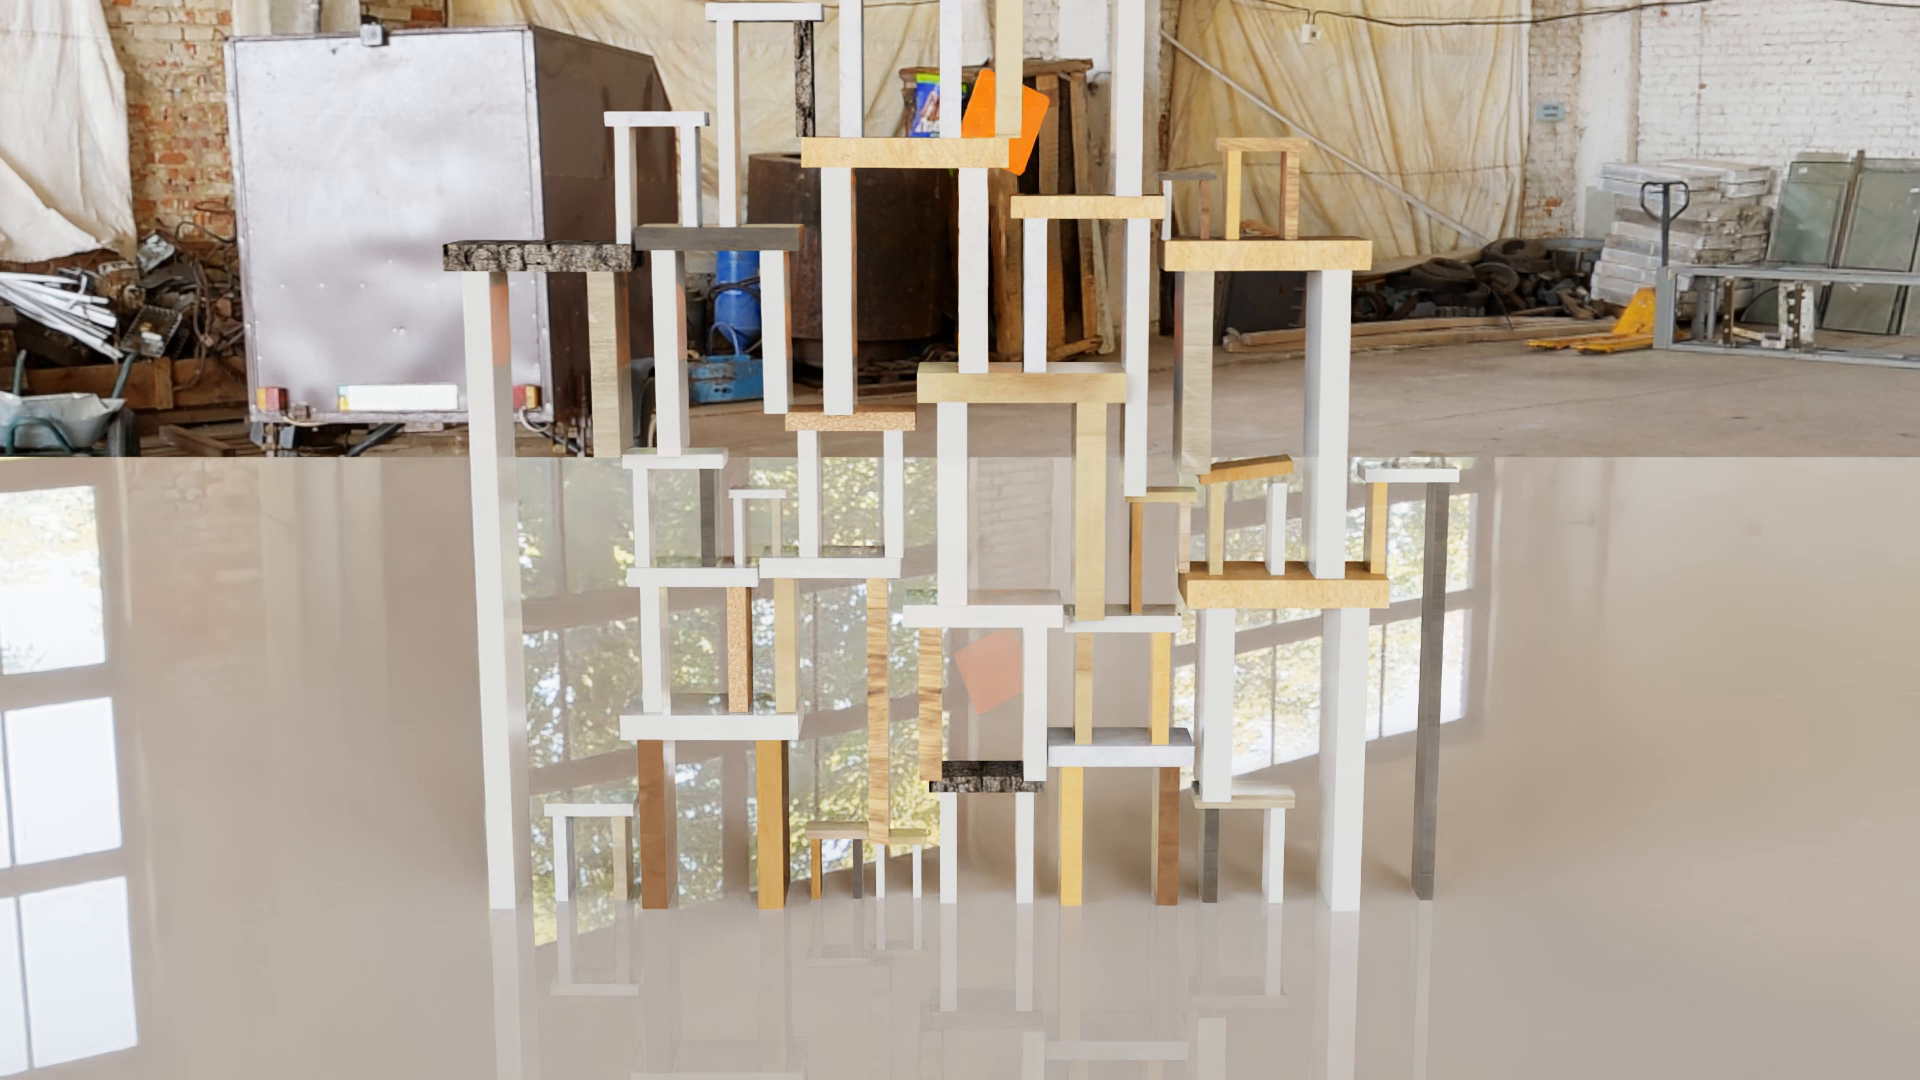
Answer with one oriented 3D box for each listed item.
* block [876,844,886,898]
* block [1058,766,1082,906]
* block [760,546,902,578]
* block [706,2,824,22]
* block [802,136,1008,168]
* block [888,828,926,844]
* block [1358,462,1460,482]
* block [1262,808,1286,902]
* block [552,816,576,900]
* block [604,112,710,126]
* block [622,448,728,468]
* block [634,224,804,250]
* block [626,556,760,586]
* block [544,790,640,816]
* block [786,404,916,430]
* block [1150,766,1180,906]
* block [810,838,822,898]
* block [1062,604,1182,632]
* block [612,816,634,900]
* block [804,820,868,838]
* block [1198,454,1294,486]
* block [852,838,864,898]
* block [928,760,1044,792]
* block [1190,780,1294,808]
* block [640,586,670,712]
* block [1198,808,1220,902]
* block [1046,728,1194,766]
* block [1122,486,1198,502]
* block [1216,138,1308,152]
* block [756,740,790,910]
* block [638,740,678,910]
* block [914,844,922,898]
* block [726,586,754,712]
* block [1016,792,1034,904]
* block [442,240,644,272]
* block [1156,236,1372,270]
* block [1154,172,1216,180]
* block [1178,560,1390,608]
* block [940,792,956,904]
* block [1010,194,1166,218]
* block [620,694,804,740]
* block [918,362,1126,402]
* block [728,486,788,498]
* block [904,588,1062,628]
[{"bbox_3d":[-0.132,0.544,3.664,0.013,0.092,0.046,0,11,0],"label":"block"},{"bbox_3d":[0.183,0.473,3.649,0.034,0.237,0.118,0,11,0],"label":"block"},{"bbox_3d":[-0.207,0.035,3.562,0.223,0.032,0.112,0,11,0],"label":"block"},{"bbox_3d":[-0.301,-0.816,3.406,0.176,0.025,0.088,0,11,0],"label":"block"},{"bbox_3d":[-0.084,-0.607,3.442,0.317,0.045,0.158,0,11,0],"label":"block"},{"bbox_3d":[-0.102,0.493,3.655,0.092,0.013,0.046,0,11,0],"label":"block"},{"bbox_3d":[0.721,-0.110,3.543,0.149,0.021,0.075,0,11,0],"label":"block"},{"bbox_3d":[0.520,0.511,3.650,0.023,0.162,0.081,0,11,0],"label":"block"},{"bbox_3d":[-0.658,0.518,3.658,0.021,0.146,0.073,0,11,0],"label":"block"},{"bbox_3d":[-0.472,-0.657,3.434,0.154,0.022,0.077,0,11,0],"label":"block"},{"bbox_3d":[-0.456,-0.132,3.532,0.159,0.023,0.080,0,11,0],"label":"block"},{"bbox_3d":[-0.377,-0.478,3.469,0.254,0.036,0.127,0,11,0],"label":"block"},{"bbox_3d":[-0.428,0.051,3.565,0.208,0.029,0.104,0,11,0],"label":"block"},{"bbox_3d":[-0.609,0.436,3.642,0.146,0.021,0.073,0,11,0],"label":"block"},{"bbox_3d":[-0.173,-0.196,3.521,0.204,0.029,0.102,0,11,0],"label":"block"},{"bbox_3d":[0.341,0.473,3.649,0.034,0.237,0.118,0,11,0],"label":"block"},{"bbox_3d":[-0.239,0.539,3.660,0.015,0.104,0.052,0,11,0],"label":"block"},{"bbox_3d":[0.263,0.127,3.584,0.187,0.027,0.094,0,11,0],"label":"block"},{"bbox_3d":[-0.561,0.518,3.658,0.021,0.146,0.073,0,11,0],"label":"block"},{"bbox_3d":[-0.204,0.481,3.649,0.104,0.015,0.052,0,11,0],"label":"block"},{"bbox_3d":[0.457,-0.113,3.530,0.149,0.021,0.074,-7,10,4],"label":"block"},{"bbox_3d":[-0.170,0.539,3.660,0.015,0.103,0.052,0,11,0],"label":"block"},{"bbox_3d":[0.044,0.391,3.634,0.189,0.027,0.095,0,11,0],"label":"block"},{"bbox_3d":[0.466,0.420,3.633,0.162,0.023,0.081,0,10,0],"label":"block"},{"bbox_3d":[-0.497,0.167,3.586,0.029,0.208,0.104,0,11,0],"label":"block"},{"bbox_3d":[0.412,0.511,3.650,0.023,0.162,0.081,0,11,0],"label":"block"},{"bbox_3d":[0.262,0.340,3.625,0.237,0.034,0.118,0,11,0],"label":"block"},{"bbox_3d":[0.323,-0.074,3.551,0.115,0.016,0.058,0,11,0],"label":"block"},{"bbox_3d":[0.473,-0.620,3.449,0.137,0.019,0.068,0,11,0],"label":"block"},{"bbox_3d":[-0.309,0.450,3.640,0.041,0.286,0.143,0,11,0],"label":"block"},{"bbox_3d":[-0.499,0.450,3.640,0.041,0.286,0.143,0,11,0],"label":"block"},{"bbox_3d":[-0.071,0.544,3.664,0.013,0.092,0.046,0,11,0],"label":"block"},{"bbox_3d":[-0.358,0.167,3.586,0.029,0.208,0.104,0,11,0],"label":"block"},{"bbox_3d":[0.107,0.497,3.653,0.027,0.189,0.095,0,11,0],"label":"block"},{"bbox_3d":[-0.655,-0.450,3.476,0.291,0.041,0.145,0,11,0],"label":"block"},{"bbox_3d":[0.478,-0.454,3.480,0.319,0.045,0.159,0,11,0],"label":"block"},{"bbox_3d":[0.354,-0.572,3.454,0.092,0.013,0.046,0,10,0],"label":"block"},{"bbox_3d":[0.522,0.072,3.568,0.320,0.045,0.160,0,11,0],"label":"block"},{"bbox_3d":[-0.019,0.497,3.653,0.027,0.189,0.095,0,11,0],"label":"block"},{"bbox_3d":[0.198,-0.525,3.457,0.239,0.034,0.119,0,11,0],"label":"block"},{"bbox_3d":[-0.404,0.289,3.610,0.286,0.041,0.143,0,11,0],"label":"block"},{"bbox_3d":[0.097,-0.253,3.516,0.327,0.046,0.163,0,11,0],"label":"block"},{"bbox_3d":[-0.325,-0.078,3.547,0.091,0.013,0.045,0,11,1],"label":"block"},{"bbox_3d":[0.037,0.110,3.576,0.255,0.036,0.127,0,11,0],"label":"block"}]
